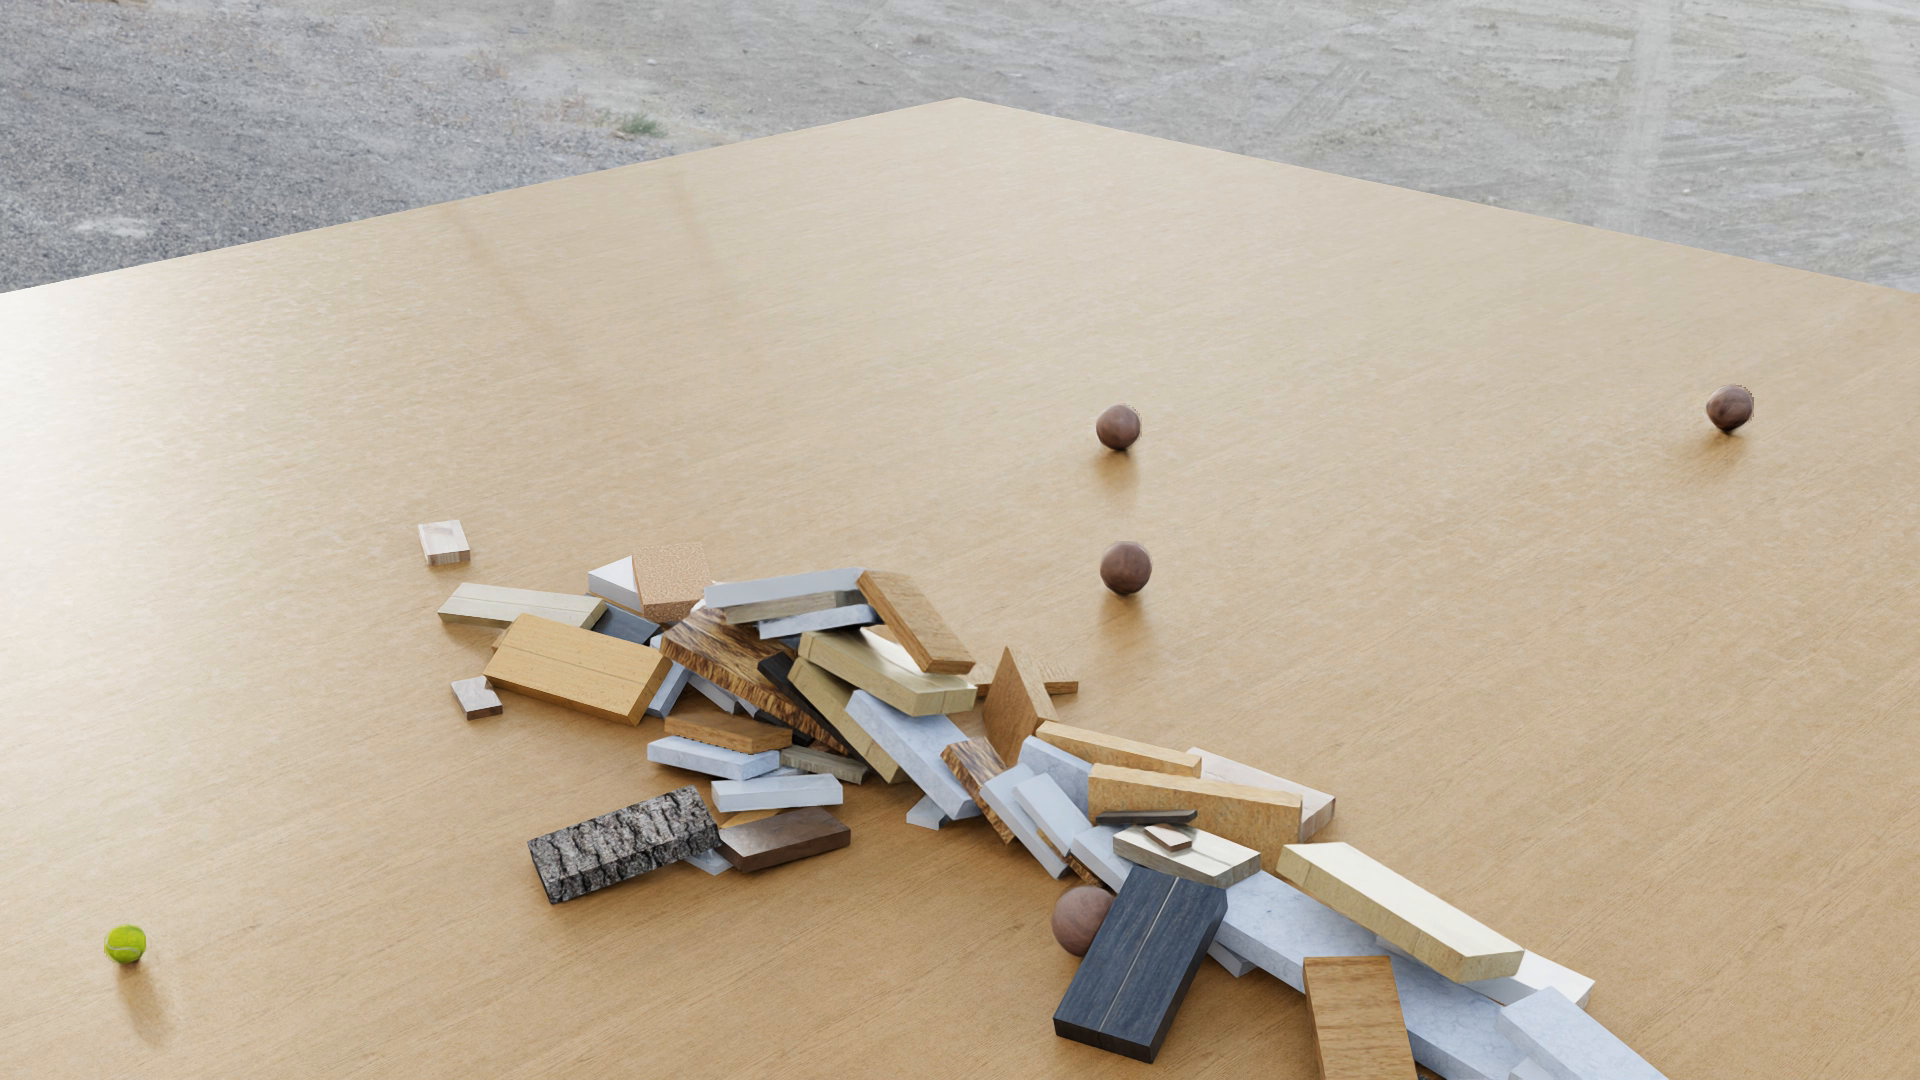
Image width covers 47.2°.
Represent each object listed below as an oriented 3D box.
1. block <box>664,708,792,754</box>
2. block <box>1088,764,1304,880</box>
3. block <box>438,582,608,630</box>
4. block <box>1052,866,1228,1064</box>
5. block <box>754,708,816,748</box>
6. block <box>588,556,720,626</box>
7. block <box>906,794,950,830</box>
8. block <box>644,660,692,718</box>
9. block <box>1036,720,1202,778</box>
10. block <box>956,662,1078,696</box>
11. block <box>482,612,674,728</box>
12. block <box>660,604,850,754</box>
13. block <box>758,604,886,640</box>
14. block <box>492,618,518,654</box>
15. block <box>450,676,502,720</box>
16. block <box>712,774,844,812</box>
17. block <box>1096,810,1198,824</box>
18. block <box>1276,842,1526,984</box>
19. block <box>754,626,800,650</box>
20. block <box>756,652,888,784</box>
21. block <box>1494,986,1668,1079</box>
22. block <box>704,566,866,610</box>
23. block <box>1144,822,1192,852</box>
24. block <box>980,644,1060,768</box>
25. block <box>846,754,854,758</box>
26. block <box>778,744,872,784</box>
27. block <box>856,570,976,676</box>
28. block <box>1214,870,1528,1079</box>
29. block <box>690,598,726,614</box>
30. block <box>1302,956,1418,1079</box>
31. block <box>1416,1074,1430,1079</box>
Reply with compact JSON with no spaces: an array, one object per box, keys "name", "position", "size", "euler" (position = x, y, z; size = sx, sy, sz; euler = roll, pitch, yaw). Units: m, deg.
[{"name":"block","position":[-0.491,0.404,4.655],"size":[0.250,0.035,0.125],"euler":[9,10,37]},{"name":"block","position":[0.453,0.545,4.256],"size":[0.408,0.169,0.048],"euler":[7,29,16]},{"name":"block","position":[-1.038,0.165,5.203],"size":[0.451,0.030,0.107],"euler":[5,44,32]},{"name":"block","position":[0.317,0.733,3.822],"size":[0.177,0.050,0.355],"euler":[12,45,25]},{"name":"block","position":[-0.365,0.390,4.694],"size":[0.136,0.019,0.068],"euler":[26,36,17]},{"name":"block","position":[-0.735,0.123,5.409],"size":[0.347,0.049,0.173],"euler":[19,30,38]},{"name":"block","position":[-0.042,0.539,4.463],"size":[0.072,0.021,0.145],"euler":[11,25,24]},{"name":"block","position":[-0.735,0.310,4.906],"size":[0.250,0.035,0.125],"euler":[13,59,27]},{"name":"block","position":[0.314,0.482,4.407],"size":[0.338,0.169,0.048],"euler":[11,25,24]},{"name":"block","position":[0.099,0.313,4.954],"size":[0.320,0.029,0.104],"euler":[-1,23,-13]},{"name":"block","position":[-0.854,0.287,4.911],"size":[0.409,0.049,0.173],"euler":[13,59,27]},{"name":"block","position":[-0.400,0.296,4.758],"size":[0.490,0.048,0.170],"euler":[27,35,18]},{"name":"block","position":[-0.283,0.175,4.730],"size":[0.276,0.039,0.138],"euler":[-11,-7,35]},{"name":"block","position":[-0.959,0.242,5.051],"size":[0.213,0.030,0.107],"euler":[12,45,27]},{"name":"block","position":[-1.079,0.352,4.902],"size":[0.079,0.022,0.158],"euler":[-10,25,-23]},{"name":"block","position":[-0.371,0.511,4.454],"size":[0.249,0.035,0.122],"euler":[-2,8,-14]},{"name":"block","position":[0.354,0.525,4.172],"size":[0.188,0.013,0.047],"euler":[-4,5,25]},{"name":"block","position":[0.760,0.641,3.820],"size":[0.172,0.049,0.416],"euler":[5,17,-42]},{"name":"block","position":[-0.386,0.221,5.040],"size":[0.244,0.122,0.035],"euler":[-8,16,0]},{"name":"block","position":[-0.266,0.371,4.623],"size":[0.403,0.021,0.072],"euler":[39,39,26]},{"name":"block","position":[0.996,0.824,3.516],"size":[0.130,0.037,0.259],"euler":[-14,37,-33]},{"name":"block","position":[-0.368,0.109,4.805],"size":[0.340,0.048,0.170],"euler":[-8,-6,14]},{"name":"block","position":[0.387,0.553,4.093],"size":[0.047,0.013,0.094],"euler":[-12,20,-24]},{"name":"block","position":[0.125,0.375,4.649],"size":[0.049,0.172,0.345],"euler":[14,19,-16]},{"name":"block","position":[-0.235,0.357,4.816],"size":[0.079,0.022,0.353],"euler":[-4,33,-11]},{"name":"block","position":[-0.285,0.467,4.598],"size":[0.192,0.019,0.068],"euler":[13,18,14]},{"name":"block","position":[-0.094,0.174,4.638],"size":[0.138,0.039,0.276],"euler":[8,35,-49]},{"name":"block","position":[0.738,0.777,3.781],"size":[0.716,0.050,0.177],"euler":[27,34,38]},{"name":"block","position":[-0.453,0.149,5.028],"size":[0.292,0.041,0.146],"euler":[-4,16,16]},{"name":"block","position":[0.658,0.820,3.609],"size":[0.146,0.041,0.351],"euler":[-1,32,1]},{"name":"block","position":[0.648,0.924,3.535],"size":[0.130,0.037,0.259],"euler":[19,29,37]}]
